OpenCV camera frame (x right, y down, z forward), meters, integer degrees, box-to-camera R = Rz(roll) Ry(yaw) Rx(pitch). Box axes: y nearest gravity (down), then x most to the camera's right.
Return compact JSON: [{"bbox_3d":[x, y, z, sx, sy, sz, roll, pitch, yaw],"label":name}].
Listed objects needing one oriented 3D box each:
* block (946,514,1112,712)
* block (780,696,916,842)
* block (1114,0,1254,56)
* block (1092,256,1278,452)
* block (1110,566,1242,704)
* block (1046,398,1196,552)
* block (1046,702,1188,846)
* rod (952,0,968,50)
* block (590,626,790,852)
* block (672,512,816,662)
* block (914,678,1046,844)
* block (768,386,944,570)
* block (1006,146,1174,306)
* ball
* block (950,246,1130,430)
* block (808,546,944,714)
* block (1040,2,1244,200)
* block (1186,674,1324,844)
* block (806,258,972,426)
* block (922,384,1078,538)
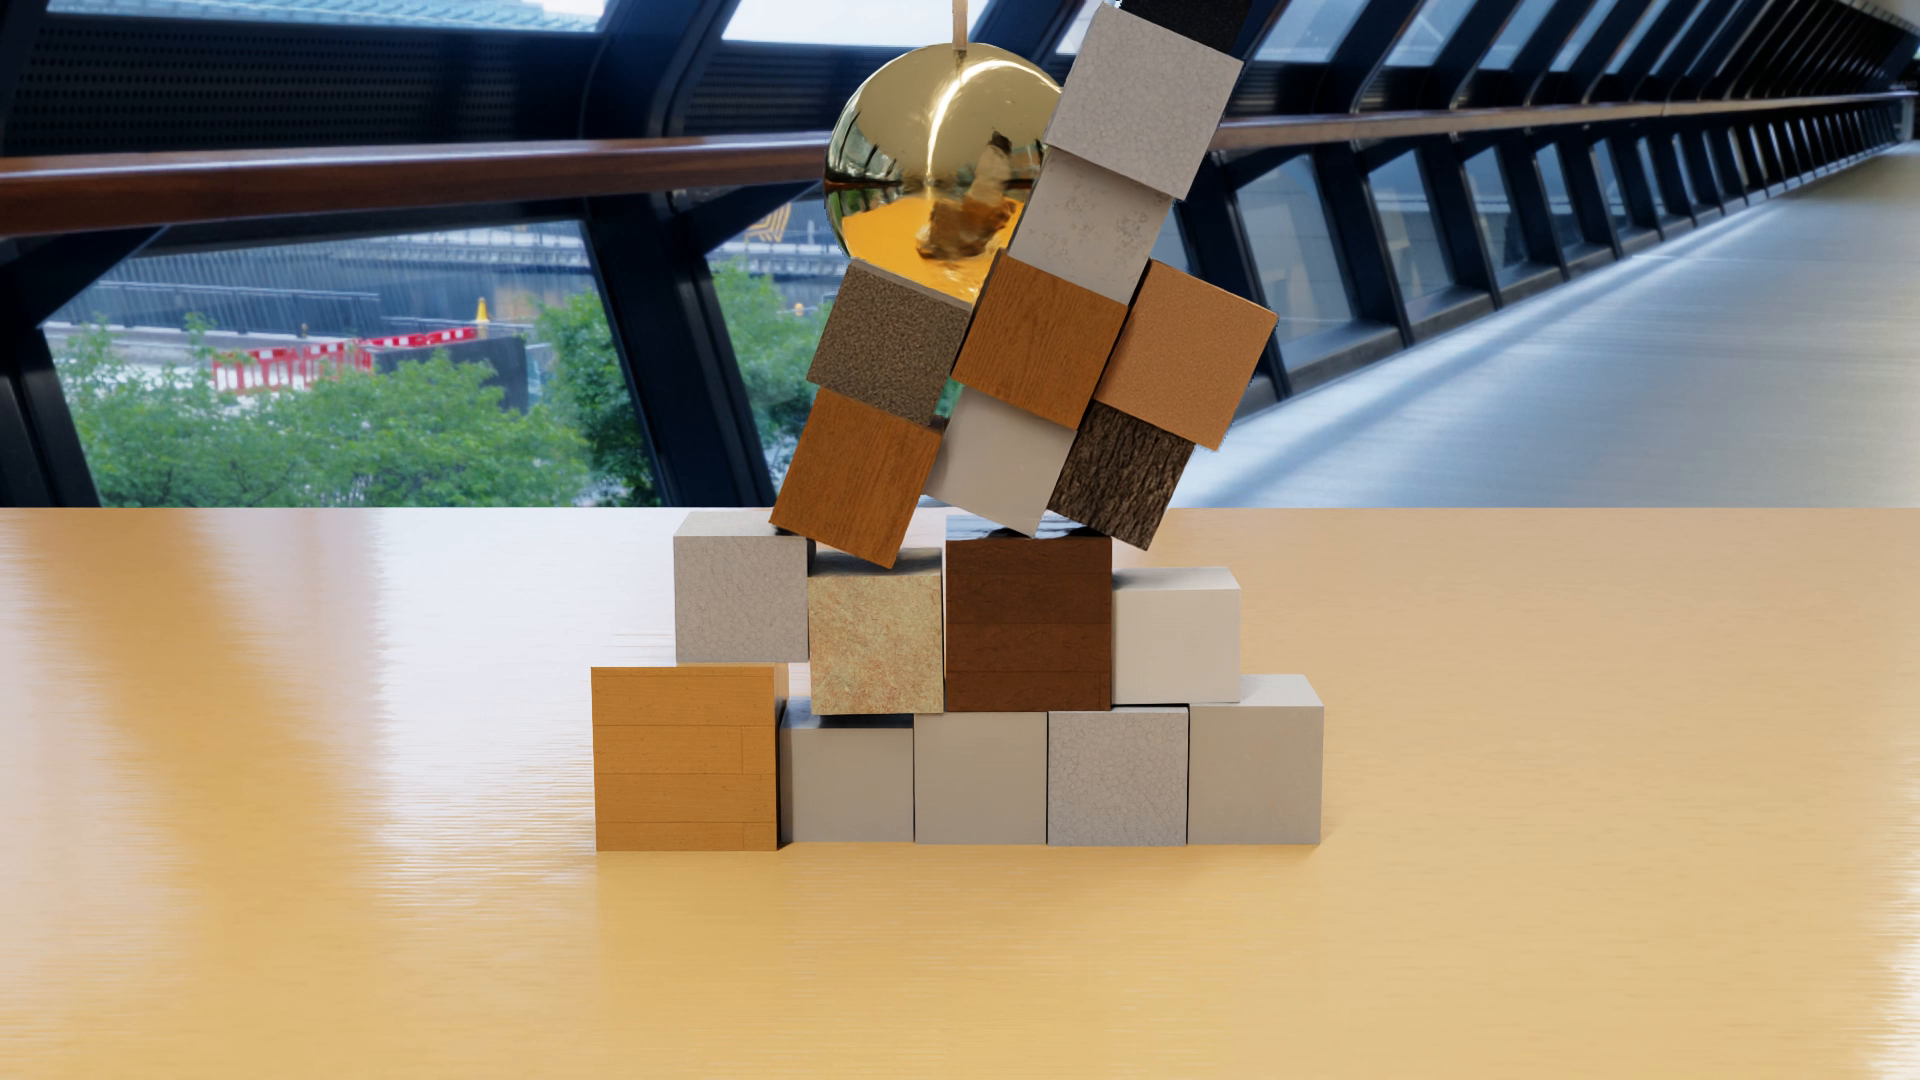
[{"bbox_3d":[0.339,0.362,11.256,0.822,0.870,0.735,0,10,0],"label":"block"},{"bbox_3d":[-0.571,1.180,11.415,0.671,0.593,0.654,0,10,0],"label":"block"},{"bbox_3d":[1.134,-2.737,10.697,0.576,0.610,0.587,22,10,-4],"label":"block"},{"bbox_3d":[1.097,-0.948,11.026,0.665,0.729,0.650,23,9,-4],"label":"block"},{"bbox_3d":[1.079,0.481,11.274,0.648,0.582,0.584,-1,10,0],"label":"block"},{"bbox_3d":[0.791,-0.367,11.117,0.549,0.594,0.566,23,9,-4],"label":"block"},{"bbox_3d":[0.791,1.134,11.383,0.695,0.695,0.750,0,10,0],"label":"block"},{"bbox_3d":[0.000,-5.035,11.178,0.080,5.200,0.080,0,31,0],"label":"rod"},{"bbox_3d":[-1.368,1.008,11.367,0.903,0.949,0.920,0,10,0],"label":"block"},{"bbox_3d":[-1.082,0.229,11.216,0.658,0.639,0.726,0,10,0],"label":"block"},{"bbox_3d":[0.104,1.136,11.384,0.659,0.691,0.697,0,10,0],"label":"block"},{"bbox_3d":[-0.510,-0.363,11.101,0.646,0.705,0.758,21,10,-4],"label":"block"},{"bbox_3d":[0.632,-1.566,10.906,0.633,0.566,0.638,22,9,-4],"label":"block"},{"bbox_3d":[0.000,-2.107,12.906,1.600,1.600,1.600,0,10,0],"label":"ball"},{"bbox_3d":[0.384,-1.018,11.001,0.669,0.652,0.722,22,9,-4],"label":"block"},{"bbox_3d":[-0.418,0.454,11.280,0.659,0.696,0.777,-1,10,0],"label":"block"},{"bbox_3d":[0.875,-2.139,10.777,0.725,0.703,0.730,22,9,-4],"label":"block"},{"bbox_3d":[1.484,1.124,11.371,0.671,0.720,0.668,0,10,0],"label":"block"},{"bbox_3d":[-0.350,-0.996,11.012,0.647,0.602,0.544,21,10,-4],"label":"block"},{"bbox_3d":[0.192,-0.436,11.093,0.602,0.576,0.582,22,10,-4],"label":"block"}]
